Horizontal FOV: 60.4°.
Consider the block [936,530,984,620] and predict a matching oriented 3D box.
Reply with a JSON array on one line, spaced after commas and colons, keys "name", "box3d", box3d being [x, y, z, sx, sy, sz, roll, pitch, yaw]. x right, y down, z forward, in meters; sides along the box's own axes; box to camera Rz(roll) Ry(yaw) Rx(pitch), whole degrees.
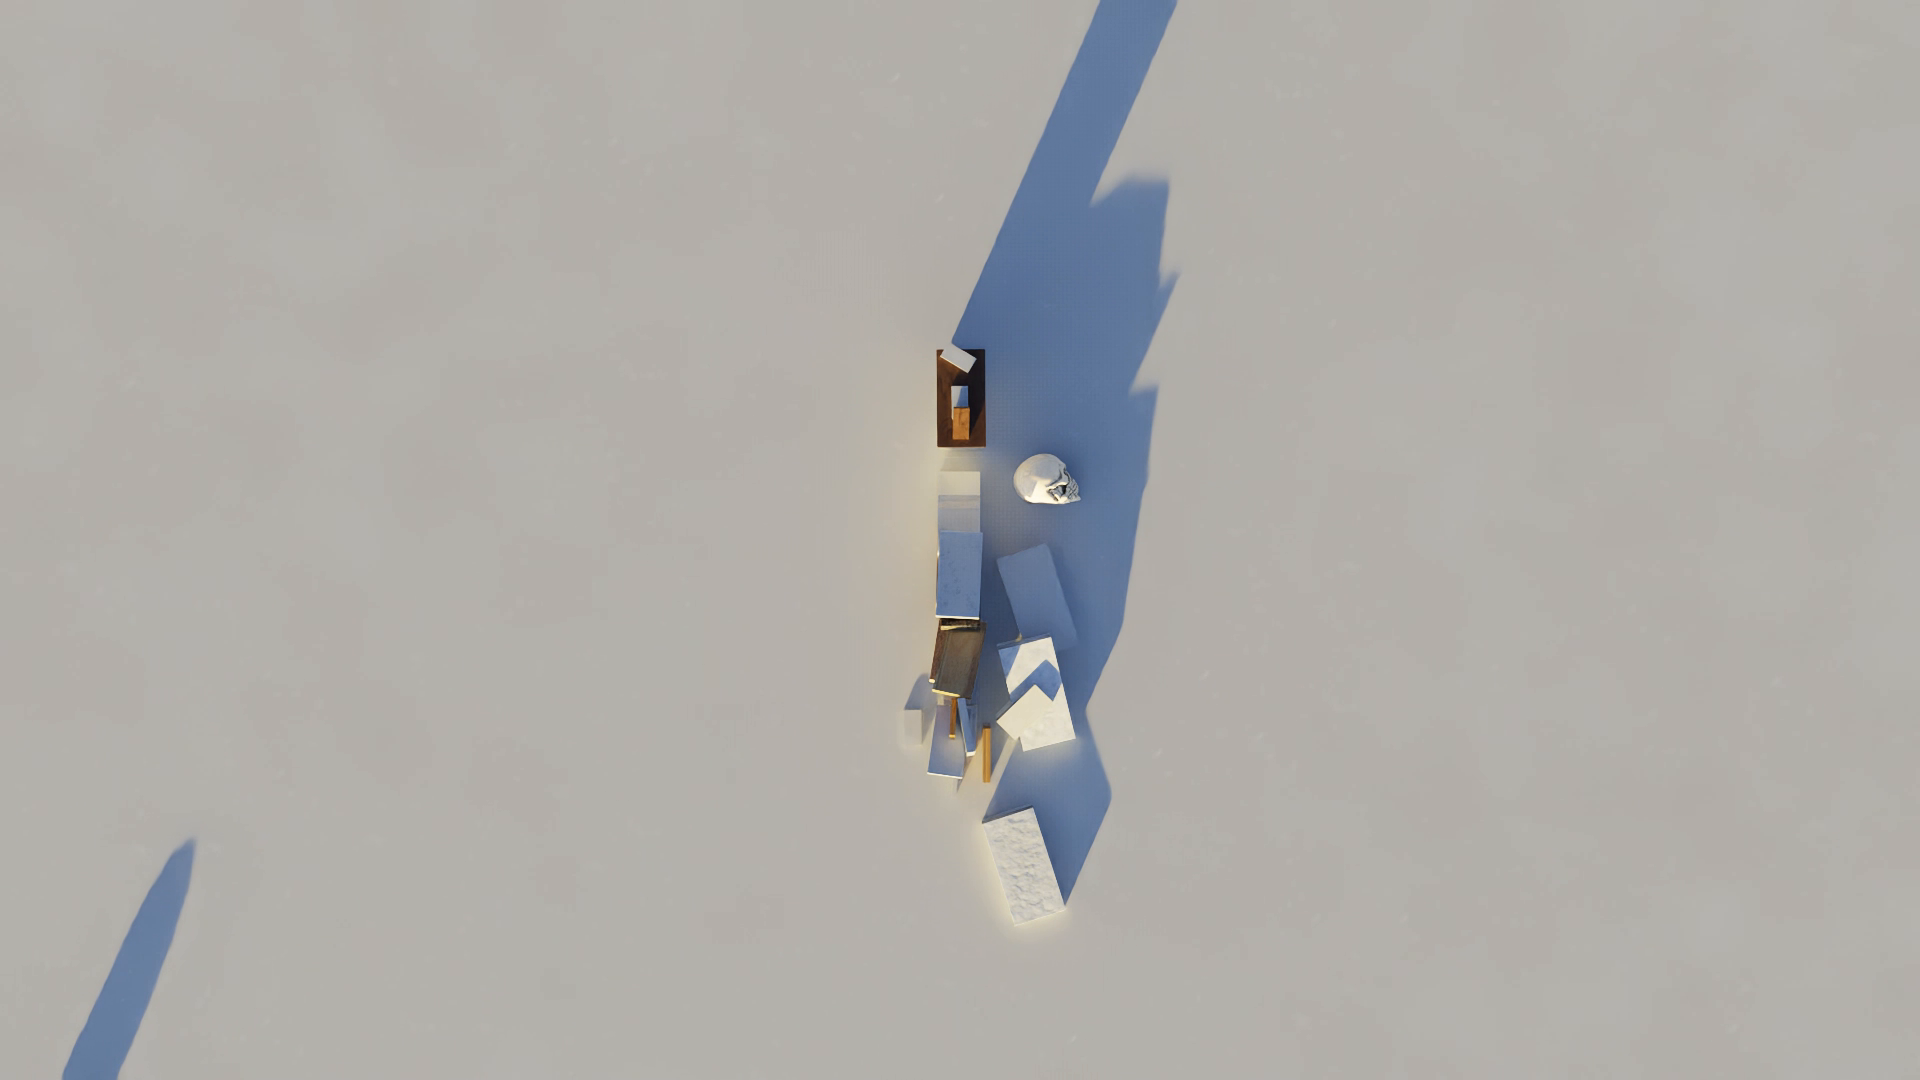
[{"name": "block", "box3d": [-0.002, 0.113, 5.349, 0.140, 0.040, 0.279, 3, 80, 0]}]

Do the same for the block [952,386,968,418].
[{"name": "block", "box3d": [0.000, -0.429, 5.145, 0.050, 0.014, 0.101, 0, 90, 0]}]

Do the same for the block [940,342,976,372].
[{"name": "block", "box3d": [-0.005, -0.569, 5.144, 0.101, 0.014, 0.050, 31, 90, 0]}]

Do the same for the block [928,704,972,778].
[{"name": "block", "box3d": [-0.034, 0.660, 5.401, 0.113, 0.032, 0.226, 8, 75, 2]}]

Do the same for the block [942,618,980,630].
[{"name": "block", "box3d": [0.003, 0.170, 5.431, 0.128, 0.036, 0.256, 1, 66, 0]}]

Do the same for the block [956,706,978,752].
[{"name": "block", "box3d": [0.000, 0.586, 5.454, 0.113, 0.032, 0.226, 3, 75, 1]}]

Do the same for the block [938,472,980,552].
[{"name": "block", "box3d": [-0.003, -0.088, 5.441, 0.139, 0.040, 0.279, 0, 73, 0]}]

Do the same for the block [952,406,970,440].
[{"name": "block", "box3d": [0.004, -0.365, 5.133, 0.050, 0.014, 0.101, 1, 103, 0]}]

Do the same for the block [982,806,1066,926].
[{"name": "block", "box3d": [0.212, 1.080, 5.475, 0.177, 0.050, 0.355, -18, 90, 0]}]

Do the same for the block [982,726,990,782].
[{"name": "block", "box3d": [0.088, 0.708, 5.456, 0.025, 0.089, 0.177, 0, 90, 0]}]

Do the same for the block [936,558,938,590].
[{"name": "block", "box3d": [-0.006, 0.088, 5.426, 0.139, 0.040, 0.279, 1, 66, 0]}]

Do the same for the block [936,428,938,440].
[{"name": "block", "box3d": [0.004, -0.338, 5.347, 0.153, 0.305, 0.043, 0, 90, 0]}]

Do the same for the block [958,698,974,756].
[{"name": "block", "box3d": [0.019, 0.607, 5.353, 0.025, 0.089, 0.177, -10, 76, -3]}]

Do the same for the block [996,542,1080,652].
[{"name": "block", "box3d": [0.259, 0.205, 5.475, 0.177, 0.050, 0.355, -18, 90, 0]}]

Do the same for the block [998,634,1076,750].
[{"name": "block", "box3d": [0.253, 0.503, 5.443, 0.177, 0.050, 0.355, -14, 100, 0]}]

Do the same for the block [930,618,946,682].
[{"name": "block", "box3d": [-0.017, 0.350, 5.440, 0.128, 0.036, 0.256, 8, 72, 3]}]

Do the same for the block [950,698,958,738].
[{"name": "block", "box3d": [-0.022, 0.580, 5.374, 0.017, 0.060, 0.120, 4, 75, 1]}]

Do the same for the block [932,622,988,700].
[{"name": "block", "box3d": [0.001, 0.383, 5.391, 0.128, 0.036, 0.256, 12, 72, 4]}]

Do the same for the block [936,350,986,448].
[{"name": "block", "box3d": [0.004, -0.443, 5.173, 0.153, 0.043, 0.305, 0, 90, 0]}]

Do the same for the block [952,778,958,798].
[{"name": "block", "box3d": [-0.016, 0.790, 5.470, 0.017, 0.060, 0.120, 5, 90, 0]}]

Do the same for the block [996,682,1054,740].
[{"name": "block", "box3d": [0.213, 0.562, 5.414, 0.177, 0.025, 0.089, -44, 99, 5]}]

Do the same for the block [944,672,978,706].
[{"name": "block", "box3d": [0.004, 0.434, 5.458, 0.113, 0.032, 0.226, 1, 76, 0]}]

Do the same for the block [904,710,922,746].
[{"name": "block", "box3d": [-0.157, 0.624, 5.492, 0.060, 0.017, 0.120, -1, 90, 0]}]
